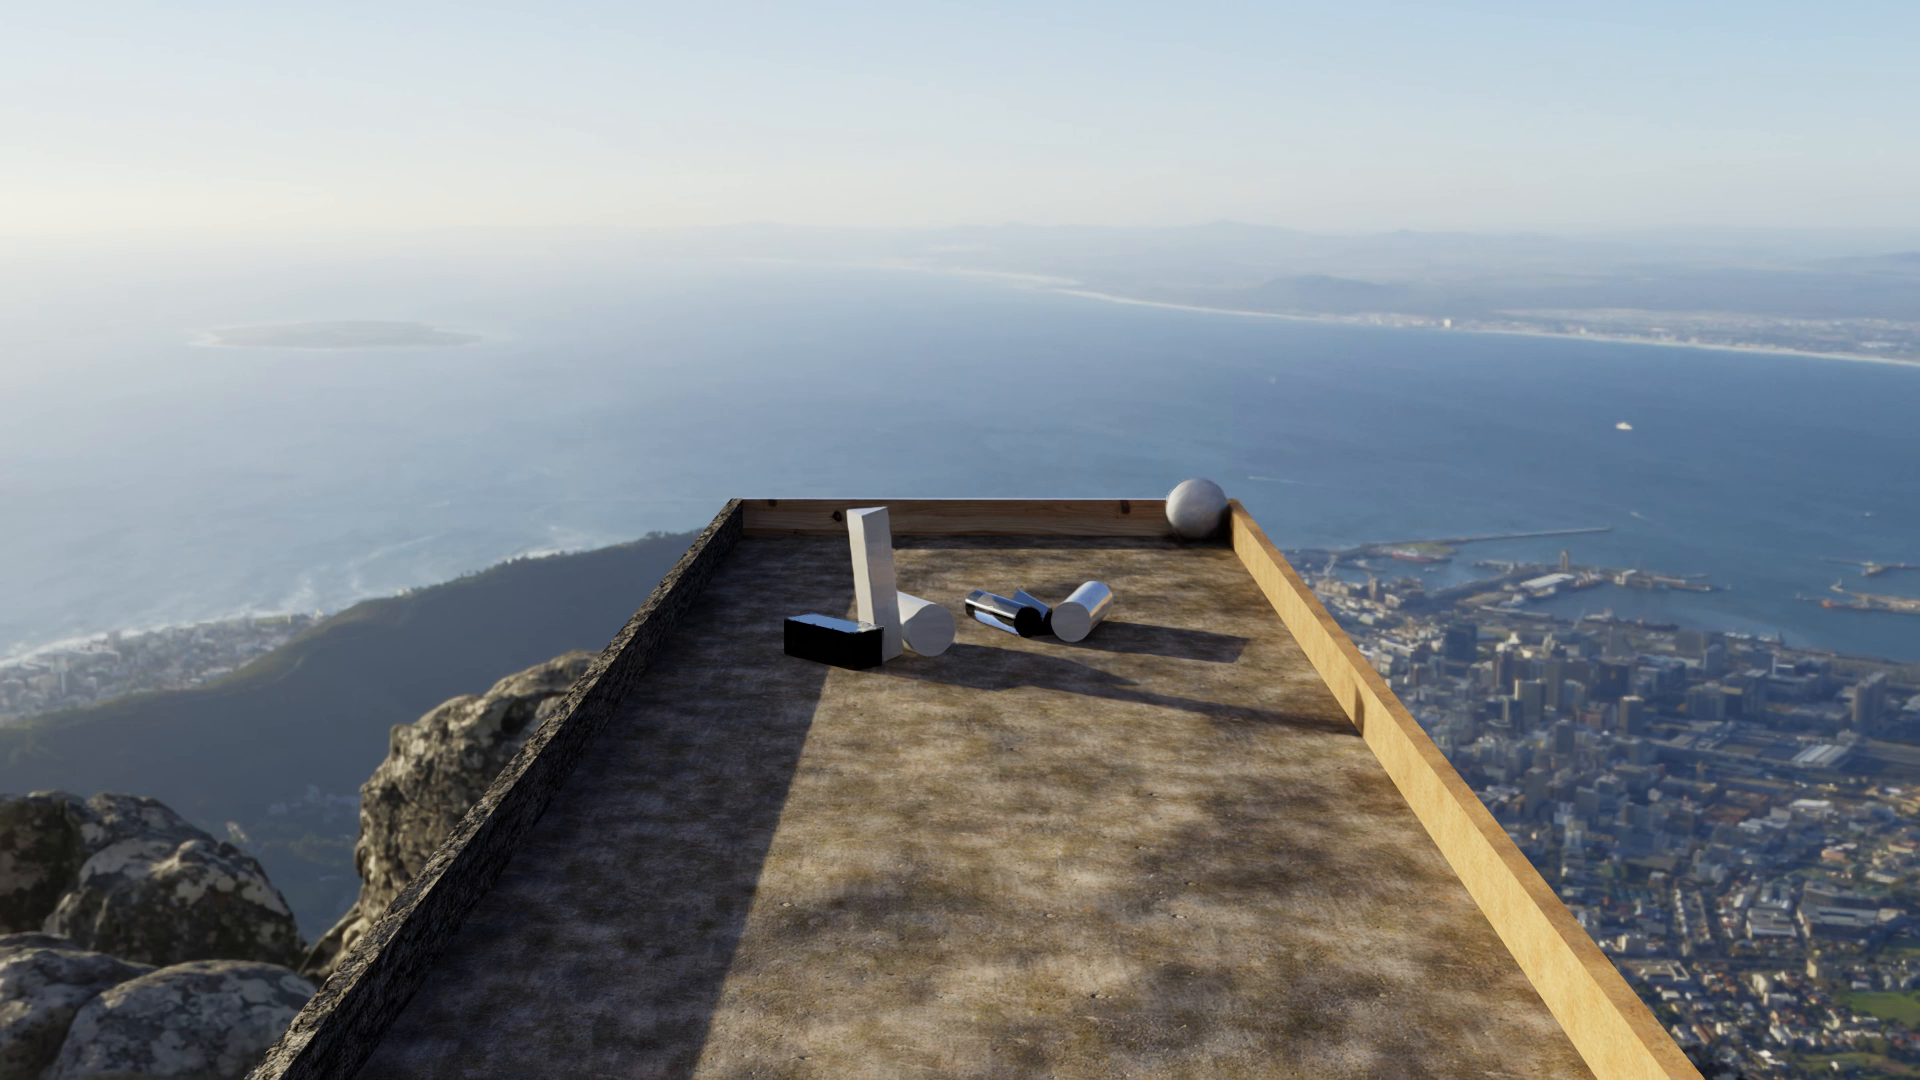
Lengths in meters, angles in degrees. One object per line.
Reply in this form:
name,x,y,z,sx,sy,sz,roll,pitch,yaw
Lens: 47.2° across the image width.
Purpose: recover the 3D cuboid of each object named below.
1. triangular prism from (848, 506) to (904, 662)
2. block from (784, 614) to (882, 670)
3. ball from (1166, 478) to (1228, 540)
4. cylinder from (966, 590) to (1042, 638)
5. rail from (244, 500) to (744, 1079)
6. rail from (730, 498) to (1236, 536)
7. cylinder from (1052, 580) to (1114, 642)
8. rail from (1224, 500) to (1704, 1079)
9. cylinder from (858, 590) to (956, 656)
triangular prism,-0.275,0.134,6.687,0.107,0.459,0.123,2,14,35
block,-0.387,0.309,6.694,0.113,0.113,0.326,-8,12,-43
ball,0.969,-0.125,8.978,0.253,0.253,0.253,0,9,0
cylinder,0.139,0.239,7.173,0.102,0.102,0.326,-5,10,-28
rail,-1.004,0.839,3.234,0.050,0.150,12.000,0,9,1
rail,0.099,-0.098,9.147,2.100,0.150,0.050,0,9,1
cylinder,0.399,0.230,7.141,0.131,0.131,0.383,2,9,14
rail,1.046,0.843,3.208,0.050,0.150,12.000,0,9,1
cylinder,-0.168,0.254,6.879,0.165,0.165,0.331,-5,10,-30
